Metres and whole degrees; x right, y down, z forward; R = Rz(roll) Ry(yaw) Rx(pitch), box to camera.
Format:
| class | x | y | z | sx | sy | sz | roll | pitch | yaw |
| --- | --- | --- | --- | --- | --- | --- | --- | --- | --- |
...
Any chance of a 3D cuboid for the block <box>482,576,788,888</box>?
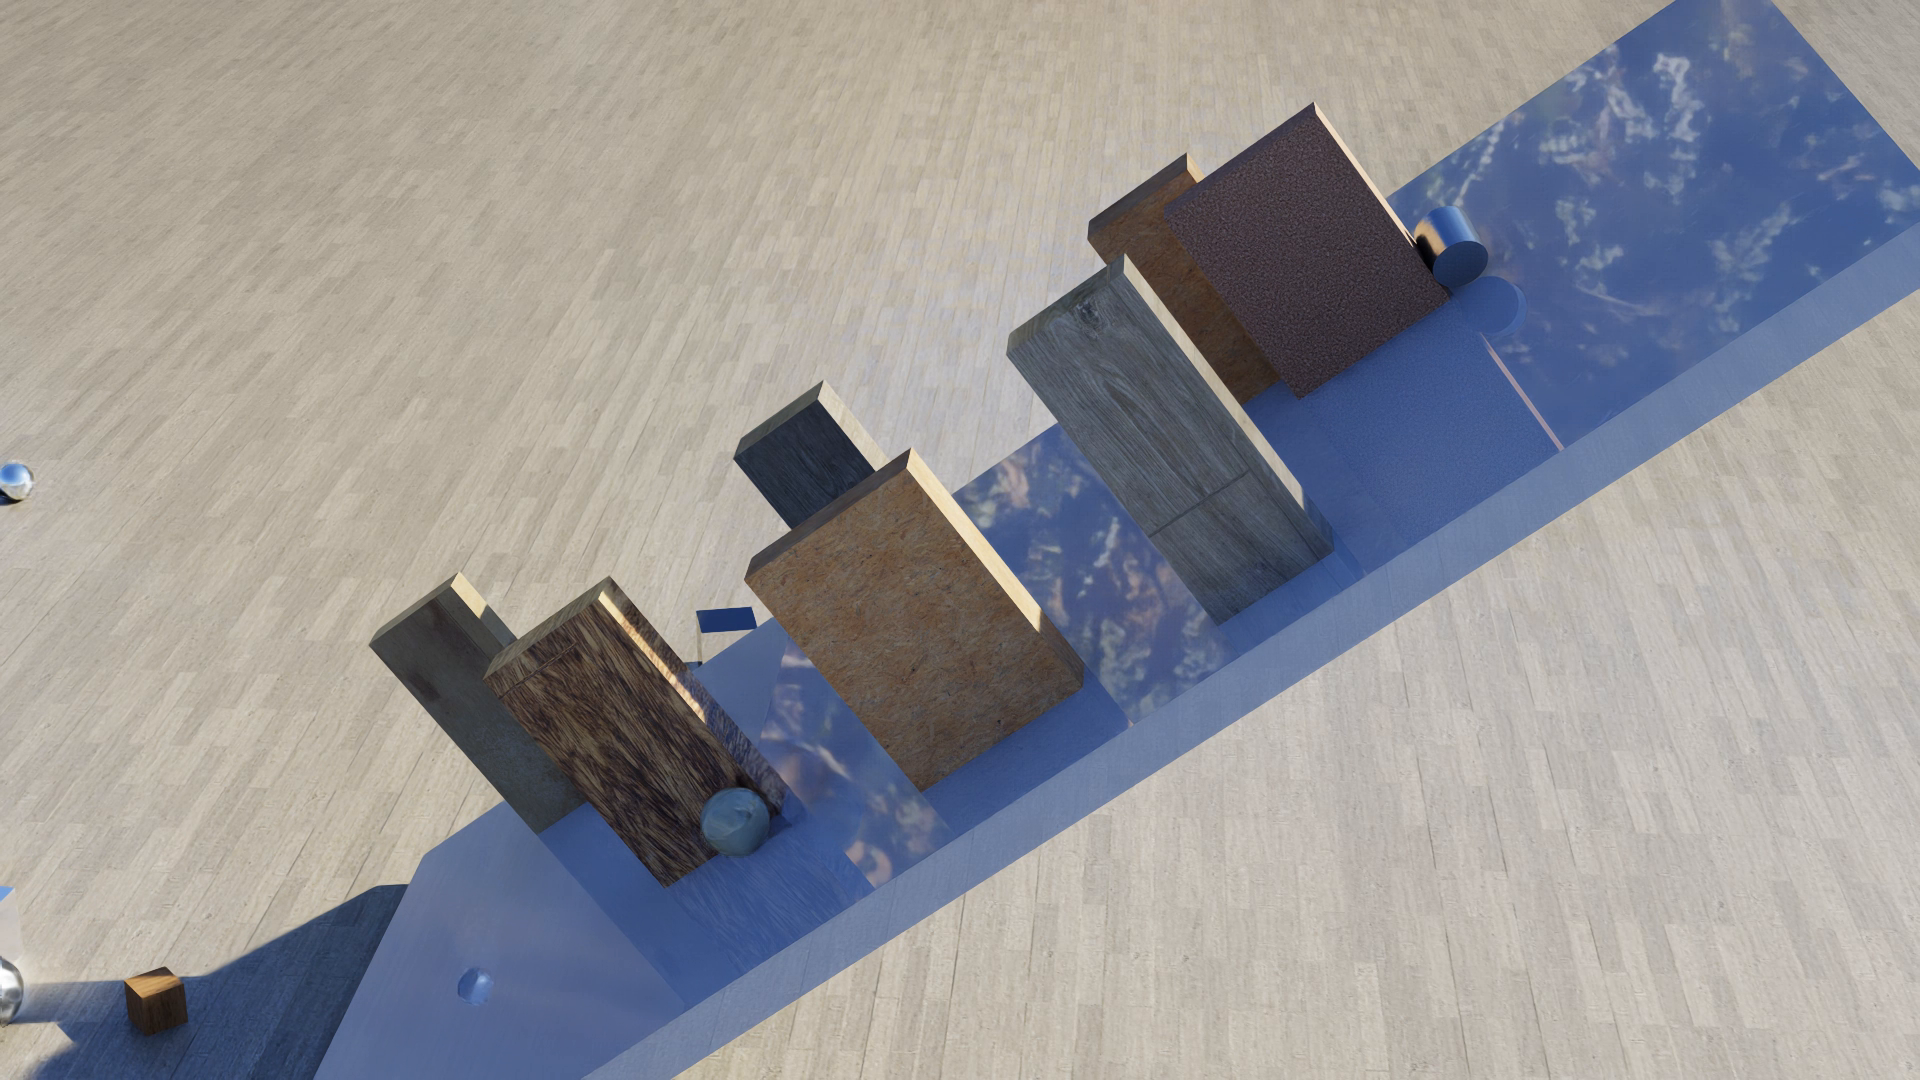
| class | x | y | z | sx | sy | sz | roll | pitch | yaw |
| --- | --- | --- | --- | --- | --- | --- | --- | --- | --- |
| block | -0.679 | 0.408 | 6.189 | 0.317 | 0.601 | 0.124 | -34 | 16 | 16 |

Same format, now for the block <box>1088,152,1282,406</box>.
| class | x | y | z | sx | sy | sz | roll | pitch | yaw |
| --- | --- | --- | --- | --- | --- | --- | --- | --- | --- |
| block | 0.529 | -0.548 | 6.346 | 0.261 | 0.498 | 0.141 | -34 | 16 | 16 |

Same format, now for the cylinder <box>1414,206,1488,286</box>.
| class | x | y | z | sx | sy | sz | roll | pitch | yaw |
| --- | --- | --- | --- | --- | --- | --- | --- | --- | --- |
| cylinder | 1.010 | -0.603 | 6.047 | 0.118 | 0.118 | 0.118 | -5 | 44 | -12 |

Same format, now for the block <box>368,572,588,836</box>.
| class | x | y | z | sx | sy | sz | roll | pitch | yaw |
| --- | --- | --- | --- | --- | --- | --- | --- | --- | --- |
| block | -1.123 | 0.401 | 7.156 | 0.266 | 0.631 | 0.089 | -34 | 16 | 16 |

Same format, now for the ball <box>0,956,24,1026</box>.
| class | x | y | z | sx | sy | sz | roll | pitch | yaw |
| --- | --- | --- | --- | --- | --- | --- | --- | --- | --- |
| ball | -2.364 | 1.095 | 7.132 | 0.183 | 0.183 | 0.183 | 0 | 23 | 0 |

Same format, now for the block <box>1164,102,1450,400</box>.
| class | x | y | z | sx | sy | sz | roll | pitch | yaw |
| --- | --- | --- | --- | --- | --- | --- | --- | --- | --- |
| block | 0.716 | -0.594 | 6.078 | 0.377 | 0.483 | 0.100 | -34 | 16 | 16 |

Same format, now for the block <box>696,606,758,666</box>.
| class | x | y | z | sx | sy | sz | roll | pitch | yaw |
| --- | --- | --- | --- | --- | --- | --- | --- | --- | --- |
| block | -0.712 | 0.323 | 9.010 | 0.172 | 0.172 | 0.172 | -4 | 23 | -10 |

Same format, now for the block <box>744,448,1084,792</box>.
| class | x | y | z | sx | sy | sz | roll | pitch | yaw |
| --- | --- | --- | --- | --- | --- | --- | --- | --- | --- |
| block | -0.084 | 0.158 | 5.638 | 0.391 | 0.553 | 0.111 | -34 | 16 | 16 |

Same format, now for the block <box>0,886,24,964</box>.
| class | x | y | z | sx | sy | sz | roll | pitch | yaw |
| --- | --- | --- | --- | --- | --- | --- | --- | --- | --- |
| block | -2.492 | 0.991 | 7.377 | 0.189 | 0.189 | 0.189 | 5 | 23 | 11 |

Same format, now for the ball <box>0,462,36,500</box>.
| class | x | y | z | sx | sy | sz | roll | pitch | yaw |
| --- | --- | --- | --- | --- | --- | --- | --- | --- | --- |
| ball | -3.320 | -0.205 | 10.335 | 0.135 | 0.135 | 0.135 | 0 | 23 | 0 |

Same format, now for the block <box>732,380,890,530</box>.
| class | x | y | z | sx | sy | sz | roll | pitch | yaw |
| --- | --- | --- | --- | --- | --- | --- | --- | --- | --- |
| block | -0.298 | -0.120 | 7.097 | 0.259 | 0.451 | 0.141 | -34 | 16 | 16 |

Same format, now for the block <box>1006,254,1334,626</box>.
| class | x | y | z | sx | sy | sz | roll | pitch | yaw |
| --- | --- | --- | --- | --- | --- | --- | --- | --- | --- |
| block | 0.385 | -0.177 | 5.339 | 0.259 | 0.650 | 0.119 | -34 | 16 | 16 |

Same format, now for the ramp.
| class | x | y | z | sx | sy | sz | roll | pitch | yaw |
| --- | --- | --- | --- | --- | --- | --- | --- | --- | --- |
| ramp | 0.129 | 0.179 | 6.321 | 4.000 | 0.100 | 2.000 | -34 | 16 | 16 |

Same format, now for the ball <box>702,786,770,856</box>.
| class | x | y | z | sx | sy | sz | roll | pitch | yaw |
| --- | --- | --- | --- | --- | --- | --- | --- | --- | --- |
| ball | -0.464 | 0.581 | 6.075 | 0.142 | 0.142 | 0.142 | 0 | 23 | 0 |

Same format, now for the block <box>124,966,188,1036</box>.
| class | x | y | z | sx | sy | sz | roll | pitch | yaw |
| --- | --- | --- | --- | --- | --- | --- | --- | --- | --- |
| block | -1.958 | 1.123 | 7.165 | 0.107 | 0.107 | 0.107 | -17 | 28 | -35 |
